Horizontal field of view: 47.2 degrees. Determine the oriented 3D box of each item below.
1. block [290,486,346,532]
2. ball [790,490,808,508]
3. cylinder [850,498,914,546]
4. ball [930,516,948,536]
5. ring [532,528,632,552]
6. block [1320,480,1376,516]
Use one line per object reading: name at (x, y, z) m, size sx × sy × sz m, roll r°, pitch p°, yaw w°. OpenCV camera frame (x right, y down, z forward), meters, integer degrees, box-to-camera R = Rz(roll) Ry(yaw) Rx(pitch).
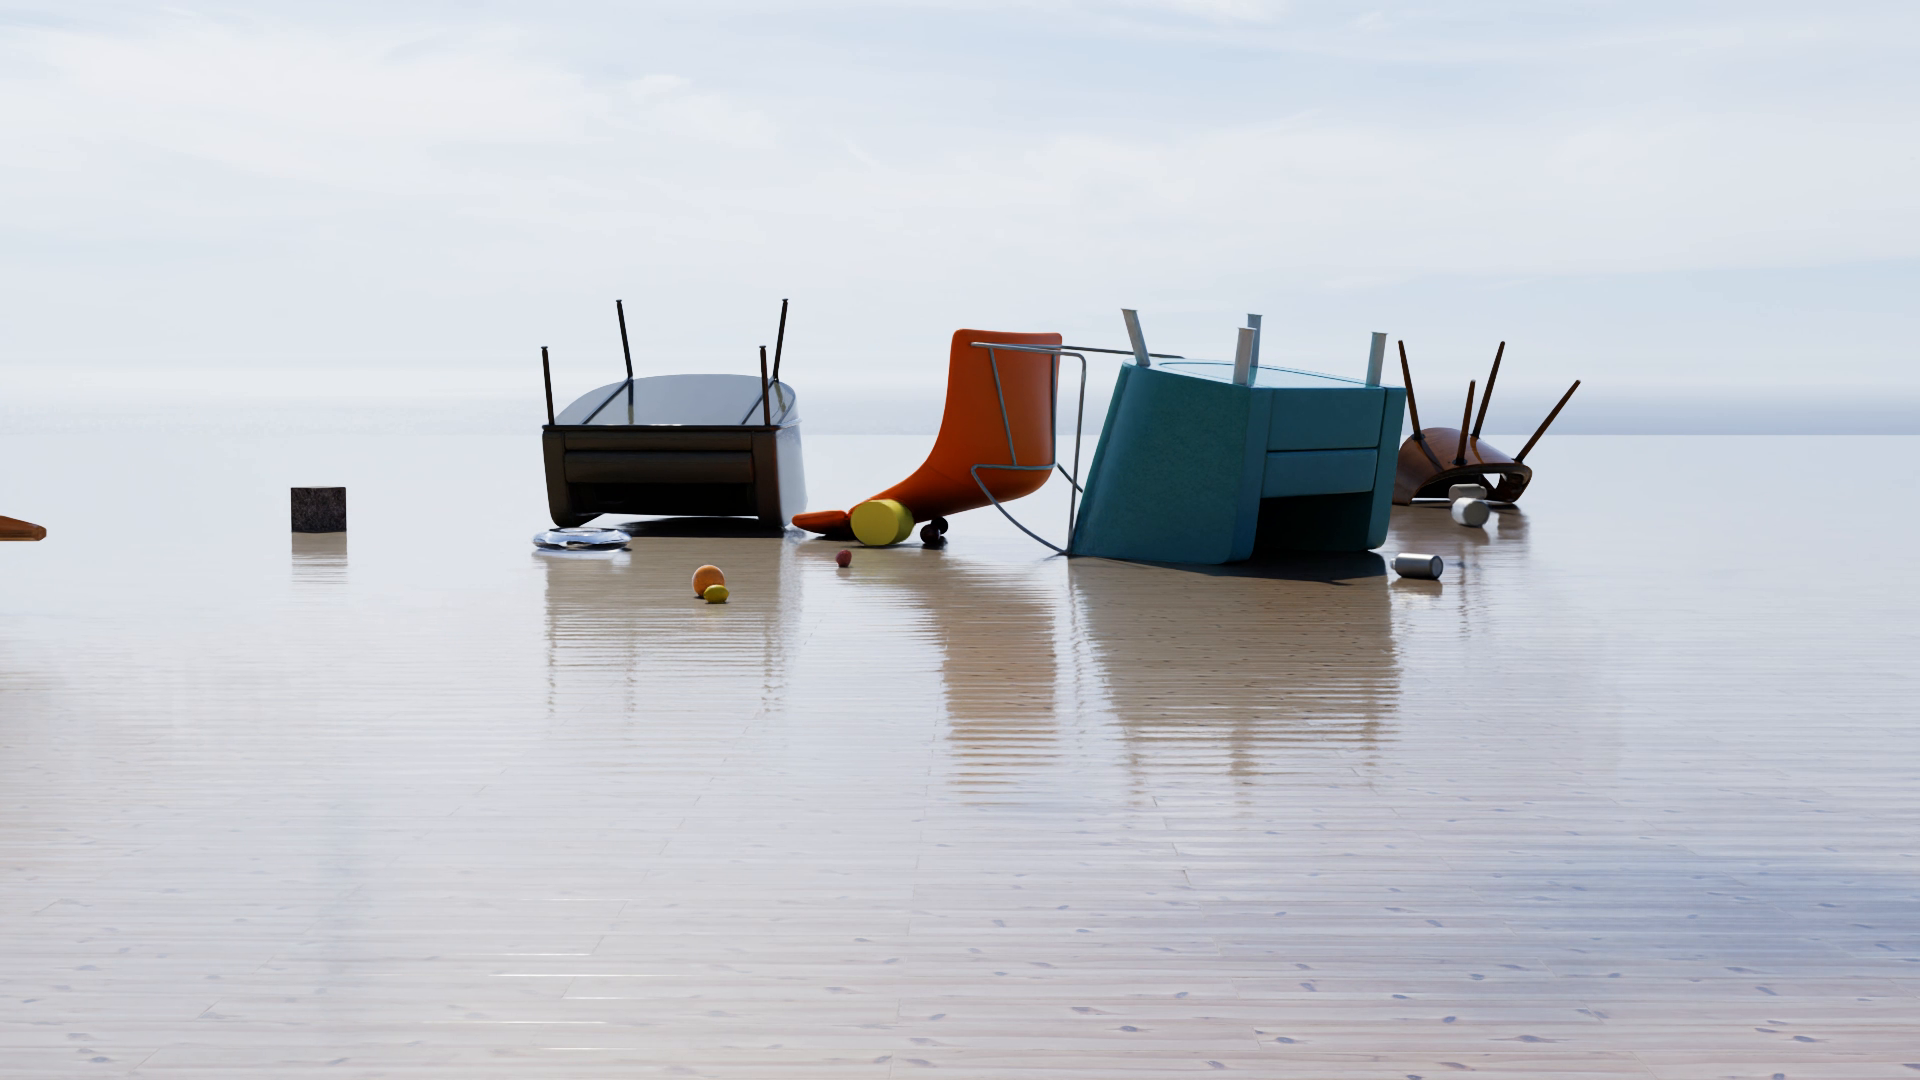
block at (-2.053, -0.102, 7.039) m, size 0.122 × 0.135 × 0.121 m, roll 3°, pitch 5°, yaw 33°
ball at (-0.603, -0.150, 8.240) m, size 0.067 × 0.067 × 0.067 m, roll 0°, pitch 4°, yaw 0°
cylinder at (-0.224, -0.051, 6.341) m, size 0.147 × 0.129 × 0.136 m, roll 15°, pitch 8°, yaw 16°
ball at (-0.064, -0.044, 6.764) m, size 0.057 × 0.057 × 0.057 m, roll 0°, pitch 4°, yaw 0°
ring at (-1.068, -0.002, 6.198) m, size 0.258 × 0.053 × 0.363 m, roll -4°, pitch 5°, yaw -35°
block at (1.384, -0.153, 7.859) m, size 0.194 × 0.125 × 0.085 m, roll 1°, pitch 4°, yaw 9°
